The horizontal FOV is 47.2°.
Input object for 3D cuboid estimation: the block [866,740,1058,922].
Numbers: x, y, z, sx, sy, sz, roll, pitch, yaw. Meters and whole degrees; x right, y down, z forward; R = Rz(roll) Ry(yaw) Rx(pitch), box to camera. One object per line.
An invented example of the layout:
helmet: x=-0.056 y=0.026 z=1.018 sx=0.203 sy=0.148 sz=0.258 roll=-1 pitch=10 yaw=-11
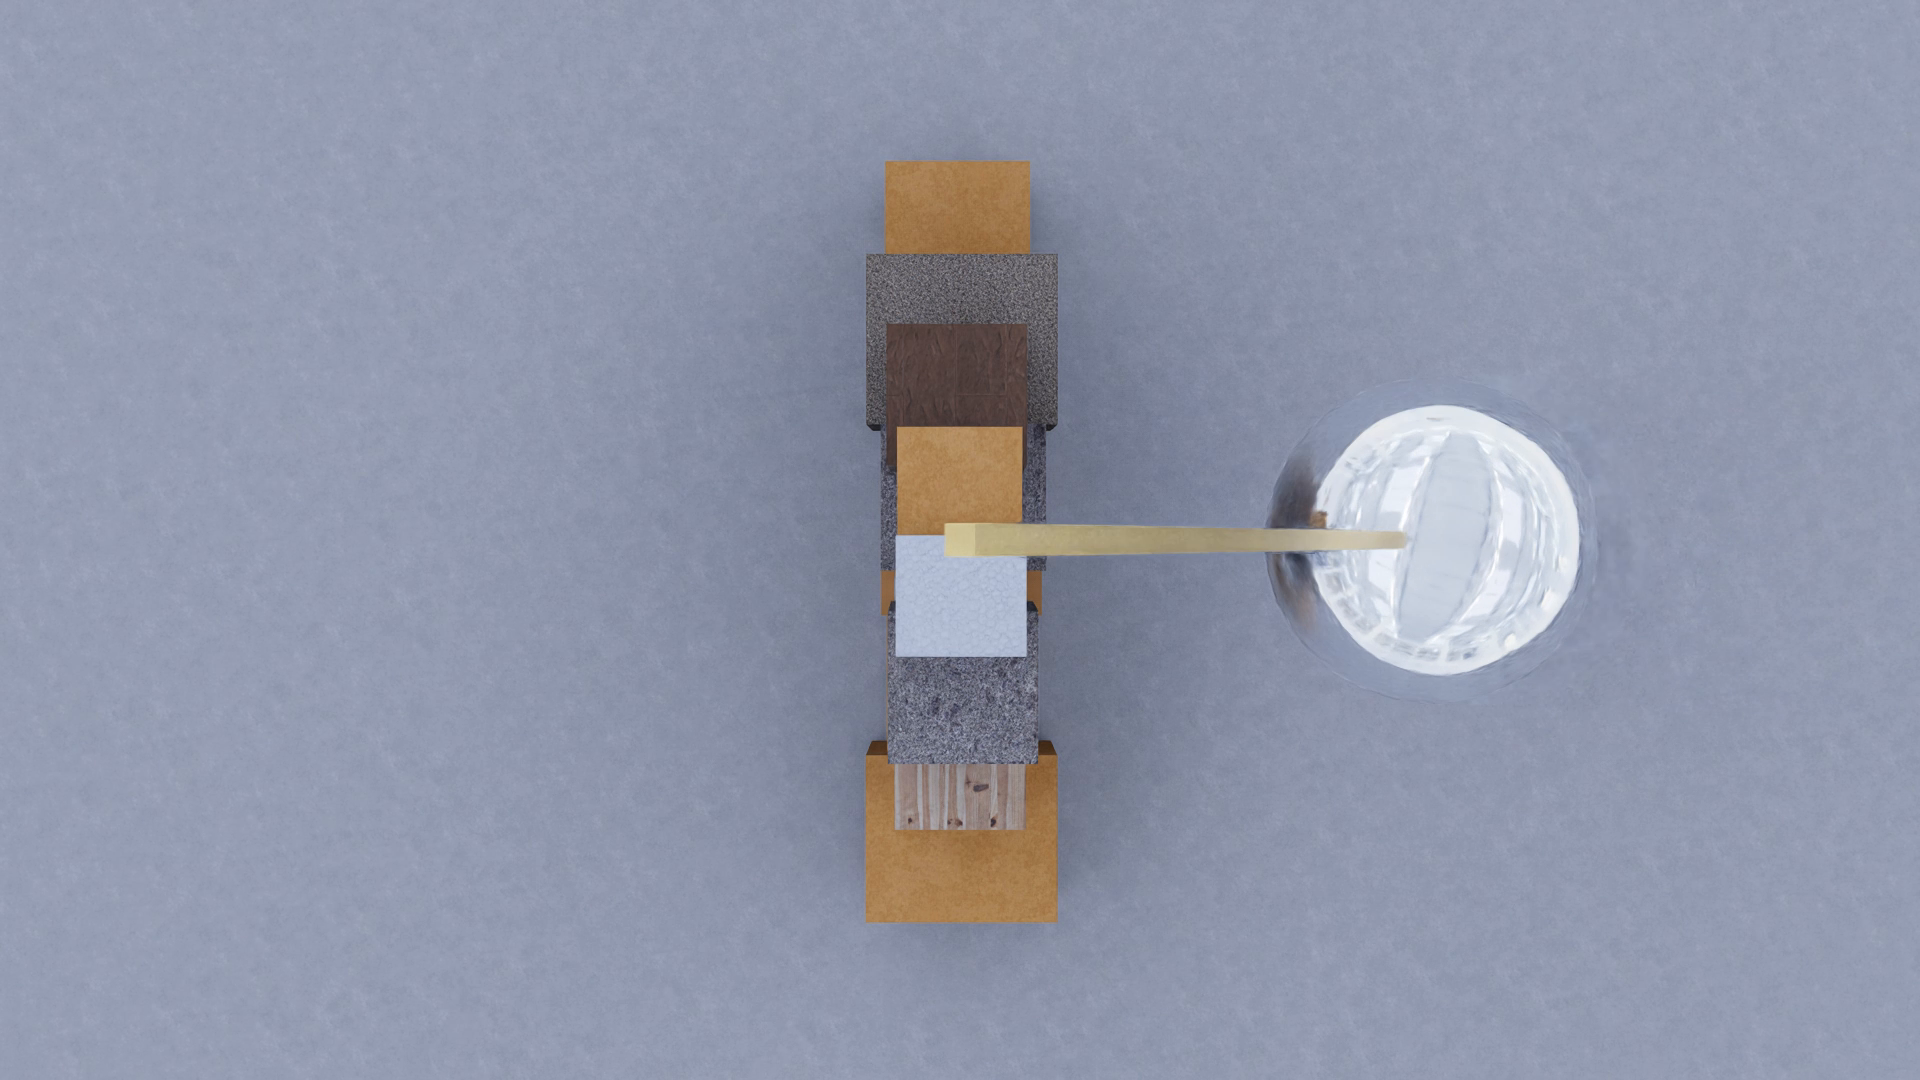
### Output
block: x=0.008 y=1.648 z=12.559 sx=1.057 sy=0.882 sz=0.922 roll=0 pitch=90 yaw=0

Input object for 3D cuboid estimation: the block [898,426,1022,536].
block: x=-0.001 y=-0.283 z=10.392 sx=0.577 sy=0.483 sz=0.501 roll=0 pitch=93 yaw=0

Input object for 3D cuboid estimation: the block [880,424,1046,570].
block: x=0.017 y=-0.219 z=11.678 sx=0.848 sy=0.799 sz=0.754 roll=0 pitch=90 yaw=0

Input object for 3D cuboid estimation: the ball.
ball: x=2.295 y=0.000 z=10.767 sx=1.600 sy=1.600 sz=1.600 roll=0 pitch=90 yaw=0

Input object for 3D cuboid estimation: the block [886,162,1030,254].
block: x=-0.013 y=-1.690 z=12.618 sx=0.806 sy=0.763 sz=0.838 roll=0 pitch=90 yaw=0

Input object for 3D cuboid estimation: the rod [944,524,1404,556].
rod: x=0.994 y=0.000 z=7.626 sx=0.080 sy=5.200 sz=0.080 roll=0 pitch=90 yaw=22

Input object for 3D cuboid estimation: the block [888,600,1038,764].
block: x=0.012 y=0.704 z=11.043 sx=0.733 sy=0.670 sz=0.748 roll=0 pitch=93 yaw=0

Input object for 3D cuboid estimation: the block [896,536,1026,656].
block: x=0.005 y=0.255 z=10.342 sx=0.596 sy=0.606 sz=0.553 roll=0 pitch=90 yaw=0

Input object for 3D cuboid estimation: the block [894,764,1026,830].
block: x=0.002 y=1.205 z=11.758 sx=0.683 sy=0.720 sz=0.594 roll=0 pitch=90 yaw=0

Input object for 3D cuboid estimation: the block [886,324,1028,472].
block: x=-0.015 y=-0.699 z=10.959 sx=0.680 sy=0.644 sz=0.685 roll=0 pitch=89 yaw=0

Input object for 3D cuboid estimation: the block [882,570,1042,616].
block: x=0.008 y=-0.070 z=12.539 sx=0.881 sy=0.922 sz=0.967 roll=0 pitch=90 yaw=0

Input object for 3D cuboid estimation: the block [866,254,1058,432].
block: x=0.010 y=-1.042 z=11.791 sx=0.988 sy=0.897 sz=0.880 roll=0 pitch=91 yaw=0

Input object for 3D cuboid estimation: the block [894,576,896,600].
block: x=-0.011 y=0.538 z=11.727 sx=0.657 sy=0.711 sz=0.715 roll=0 pitch=92 yaw=0
